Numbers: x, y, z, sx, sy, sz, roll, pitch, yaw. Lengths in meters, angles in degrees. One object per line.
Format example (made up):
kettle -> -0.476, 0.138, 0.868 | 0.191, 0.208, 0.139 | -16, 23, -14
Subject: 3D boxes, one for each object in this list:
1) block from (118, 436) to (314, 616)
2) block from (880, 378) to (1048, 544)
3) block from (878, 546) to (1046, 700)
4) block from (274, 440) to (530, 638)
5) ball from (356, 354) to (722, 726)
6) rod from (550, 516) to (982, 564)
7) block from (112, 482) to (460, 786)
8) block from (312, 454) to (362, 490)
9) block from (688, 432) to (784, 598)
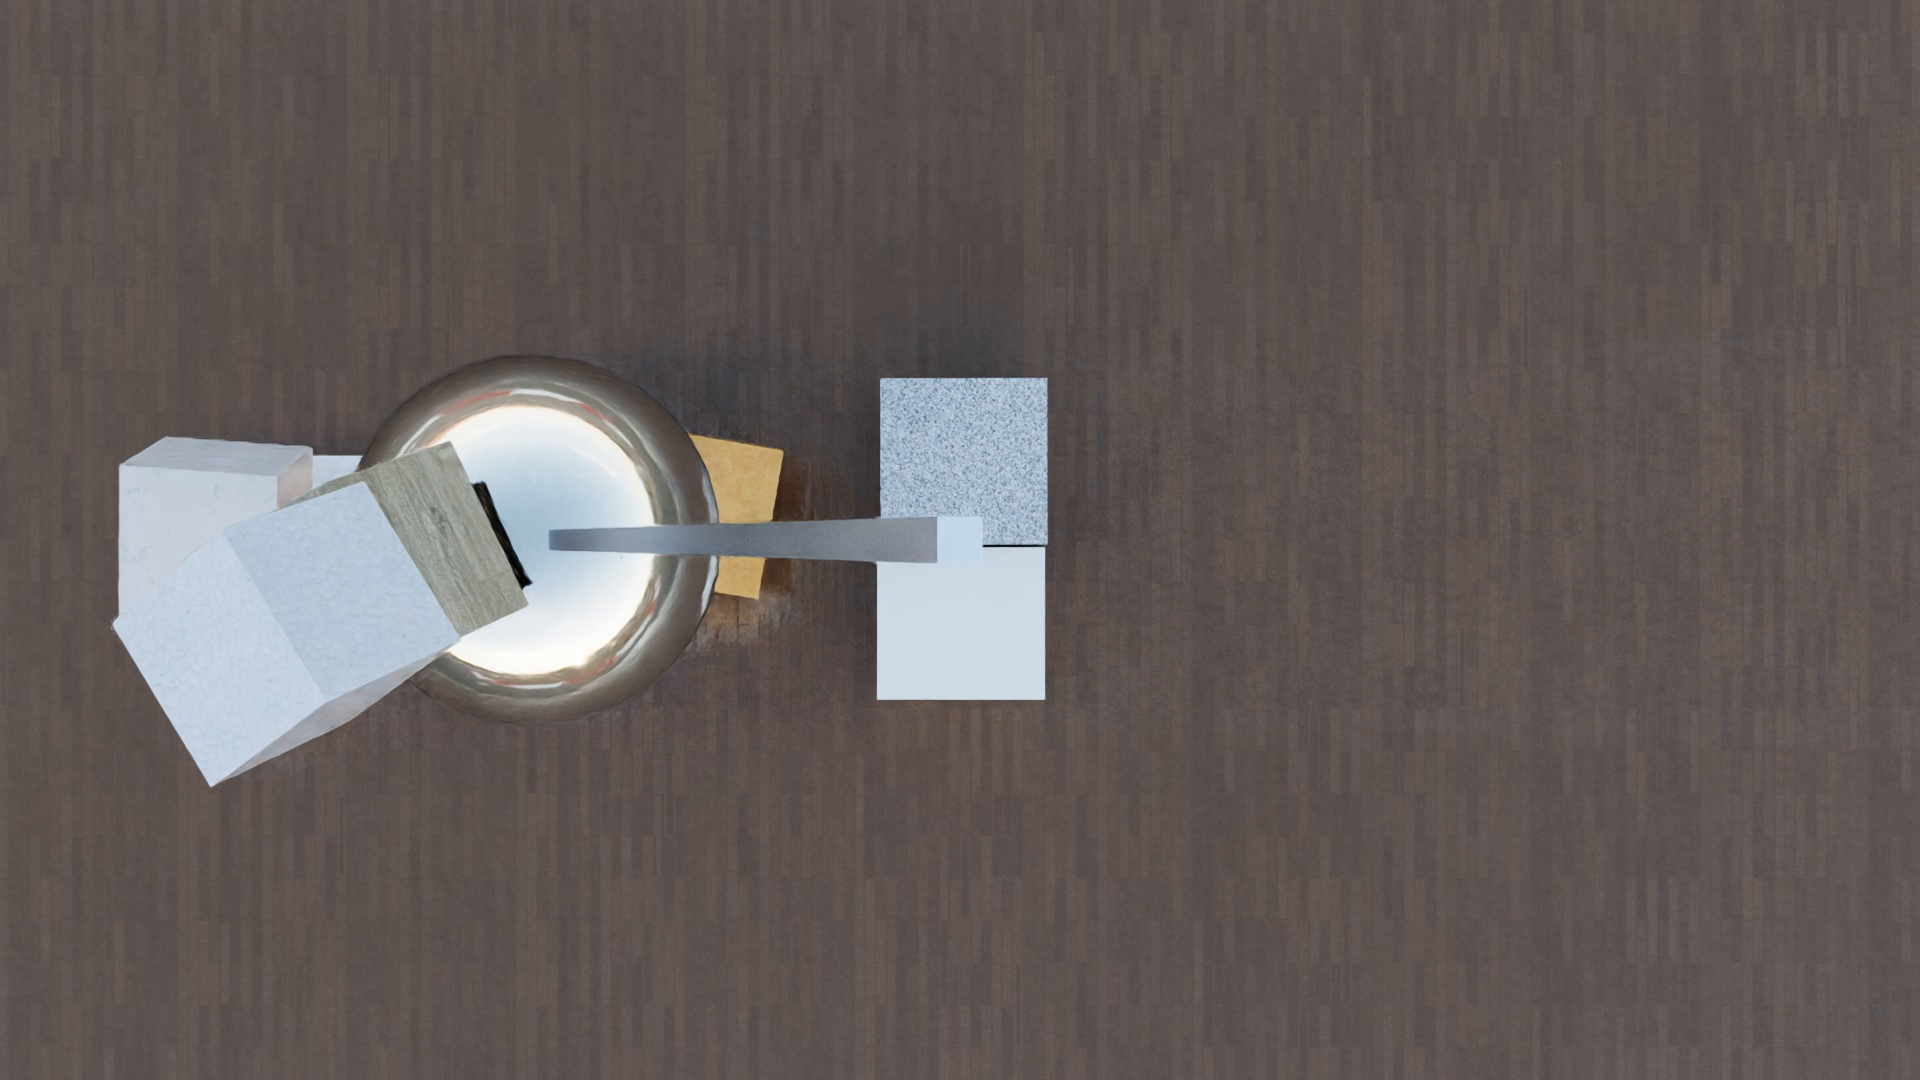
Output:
block -> -3.415, -0.050, 10.133 | 0.680, 0.719, 0.689 | 4, 103, -5
block -> 0.022, -0.432, 12.532 | 0.915, 0.935, 0.913 | 0, 90, 0
block -> 0.006, 0.462, 12.587 | 0.930, 0.826, 0.843 | 0, 90, 0
block -> -2.258, 0.147, 8.391 | 0.735, 0.685, 0.705 | -23, 93, 31
ball -> -1.828, 0.000, 9.457 | 1.600, 1.600, 1.600 | 0, 90, 0
rod -> -0.792, 0.000, 6.219 | 0.080, 5.200, 0.080 | 0, 90, -18
block -> -2.347, 0.321, 7.688 | 0.696, 0.685, 0.664 | -33, 88, 31
block -> -3.832, -0.066, 12.466 | 0.721, 0.813, 0.806 | 0, 90, -30
block -> -1.565, -0.190, 12.419 | 0.898, 0.967, 0.824 | 10, 92, -12
